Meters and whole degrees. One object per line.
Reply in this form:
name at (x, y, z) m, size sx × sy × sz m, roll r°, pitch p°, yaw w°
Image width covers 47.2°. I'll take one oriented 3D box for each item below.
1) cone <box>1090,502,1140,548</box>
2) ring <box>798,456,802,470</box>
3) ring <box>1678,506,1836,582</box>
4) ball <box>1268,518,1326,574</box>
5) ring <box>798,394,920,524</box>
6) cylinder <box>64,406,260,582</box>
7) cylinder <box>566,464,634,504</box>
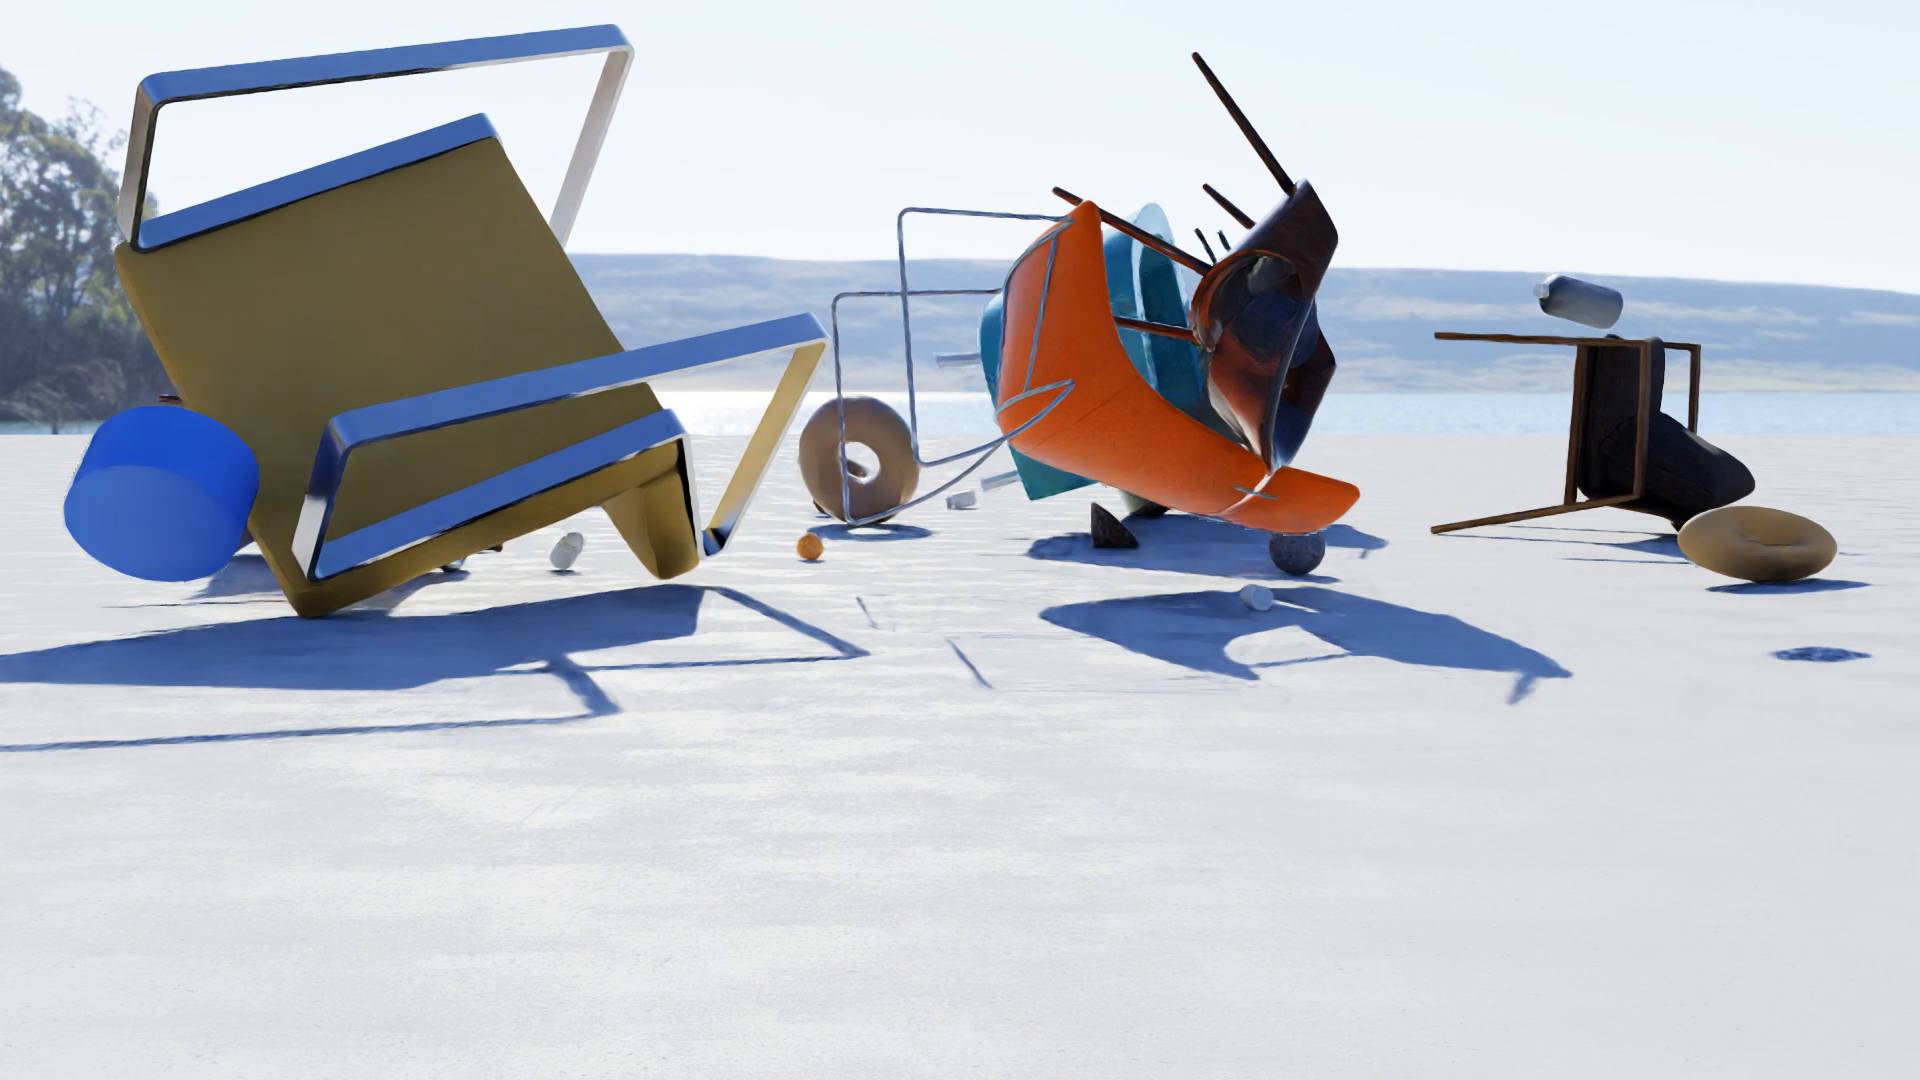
cone at (0.406, -0.010, 6.205) m, size 0.188 × 0.094 × 0.181 m, roll 42°, pitch -7°, yaw 13°
ring at (-0.432, -0.238, 8.292) m, size 0.407 × 0.075 × 0.349 m, roll 32°, pitch 20°, yaw 27°
ring at (1.863, 0.009, 5.131) m, size 0.483 × 0.184 × 0.108 m, roll 3°, pitch -41°, yaw -28°
ball at (0.815, 0.016, 5.314) m, size 0.136 × 0.136 × 0.136 m, roll 0°, pitch 4°, yaw 0°
ring at (-0.331, -0.262, 7.250) m, size 0.404 × 0.478 × 0.163 m, roll -3°, pitch 31°, yaw 9°
cylinder at (-1.469, -0.082, 4.055) m, size 0.318 × 0.298 × 0.157 m, roll -15°, pitch 43°, yaw 16°
cylinder at (-1.415, -0.220, 8.642) m, size 0.144 × 0.128 × 0.252 m, roll 3°, pitch -17°, yaw 33°
